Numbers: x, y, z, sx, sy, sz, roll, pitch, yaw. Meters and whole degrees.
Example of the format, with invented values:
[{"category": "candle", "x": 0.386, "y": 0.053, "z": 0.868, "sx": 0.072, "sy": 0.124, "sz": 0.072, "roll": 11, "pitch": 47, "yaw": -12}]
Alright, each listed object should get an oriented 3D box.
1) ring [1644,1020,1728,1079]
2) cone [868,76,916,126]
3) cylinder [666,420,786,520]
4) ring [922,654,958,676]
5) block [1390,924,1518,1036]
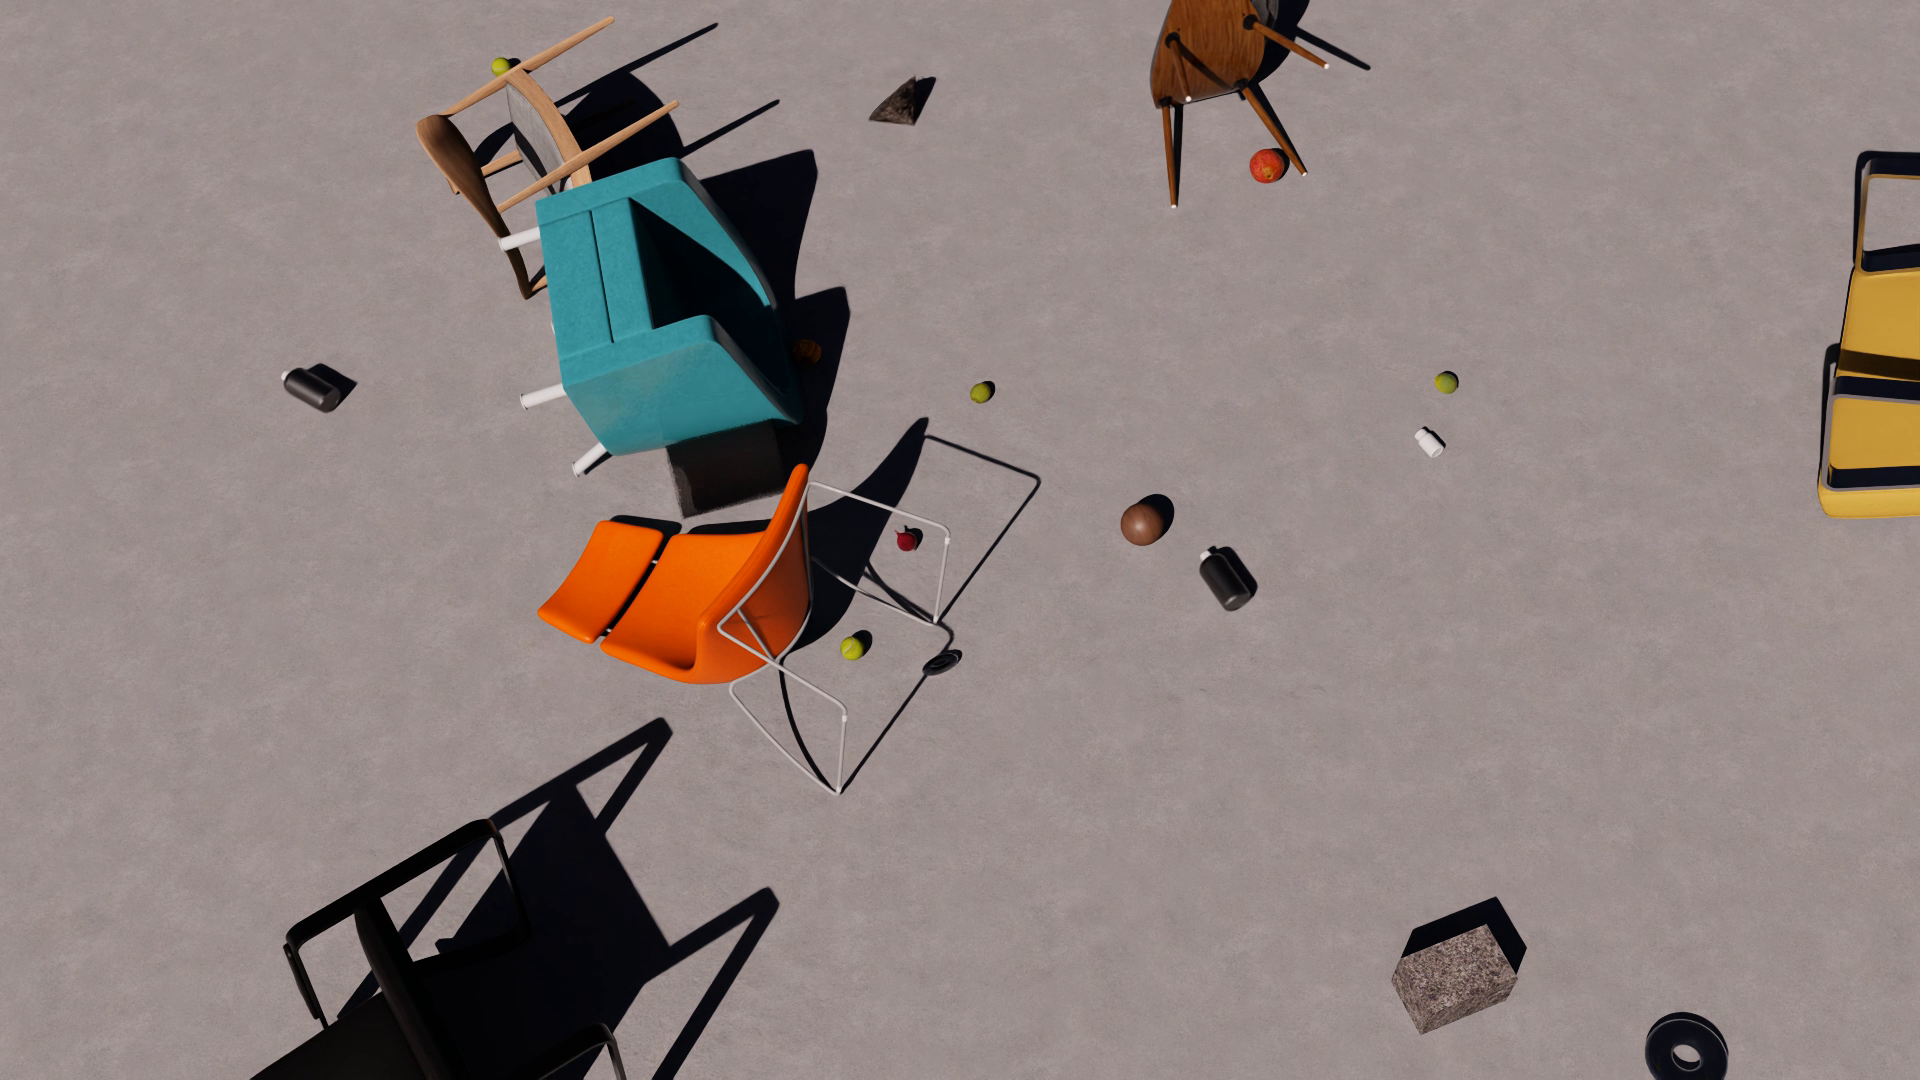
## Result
[{"category": "ring", "x": 1.867, "y": 1.330, "z": 5.653, "sx": 0.213, "sy": 0.049, "sz": 0.207, "roll": -16, "pitch": 57, "yaw": -11}, {"category": "cone", "x": -0.193, "y": -1.462, "z": 7.510, "sx": 0.121, "sy": 0.194, "sz": 0.232, "roll": 48, "pitch": 58, "yaw": -16}, {"category": "cylinder", "x": -0.698, "y": -0.209, "z": 6.558, "sx": 0.316, "sy": 0.263, "sz": 0.171, "roll": -15, "pitch": 46, "yaw": -10}, {"category": "ring", "x": -0.057, "y": 0.358, "z": 6.311, "sx": 0.113, "sy": 0.039, "sz": 0.049, "roll": -22, "pitch": 57, "yaw": -13}, {"category": "block", "x": 1.283, "y": 1.143, "z": 5.719, "sx": 0.255, "sy": 0.146, "sz": 0.162, "roll": -19, "pitch": 58, "yaw": -12}]
